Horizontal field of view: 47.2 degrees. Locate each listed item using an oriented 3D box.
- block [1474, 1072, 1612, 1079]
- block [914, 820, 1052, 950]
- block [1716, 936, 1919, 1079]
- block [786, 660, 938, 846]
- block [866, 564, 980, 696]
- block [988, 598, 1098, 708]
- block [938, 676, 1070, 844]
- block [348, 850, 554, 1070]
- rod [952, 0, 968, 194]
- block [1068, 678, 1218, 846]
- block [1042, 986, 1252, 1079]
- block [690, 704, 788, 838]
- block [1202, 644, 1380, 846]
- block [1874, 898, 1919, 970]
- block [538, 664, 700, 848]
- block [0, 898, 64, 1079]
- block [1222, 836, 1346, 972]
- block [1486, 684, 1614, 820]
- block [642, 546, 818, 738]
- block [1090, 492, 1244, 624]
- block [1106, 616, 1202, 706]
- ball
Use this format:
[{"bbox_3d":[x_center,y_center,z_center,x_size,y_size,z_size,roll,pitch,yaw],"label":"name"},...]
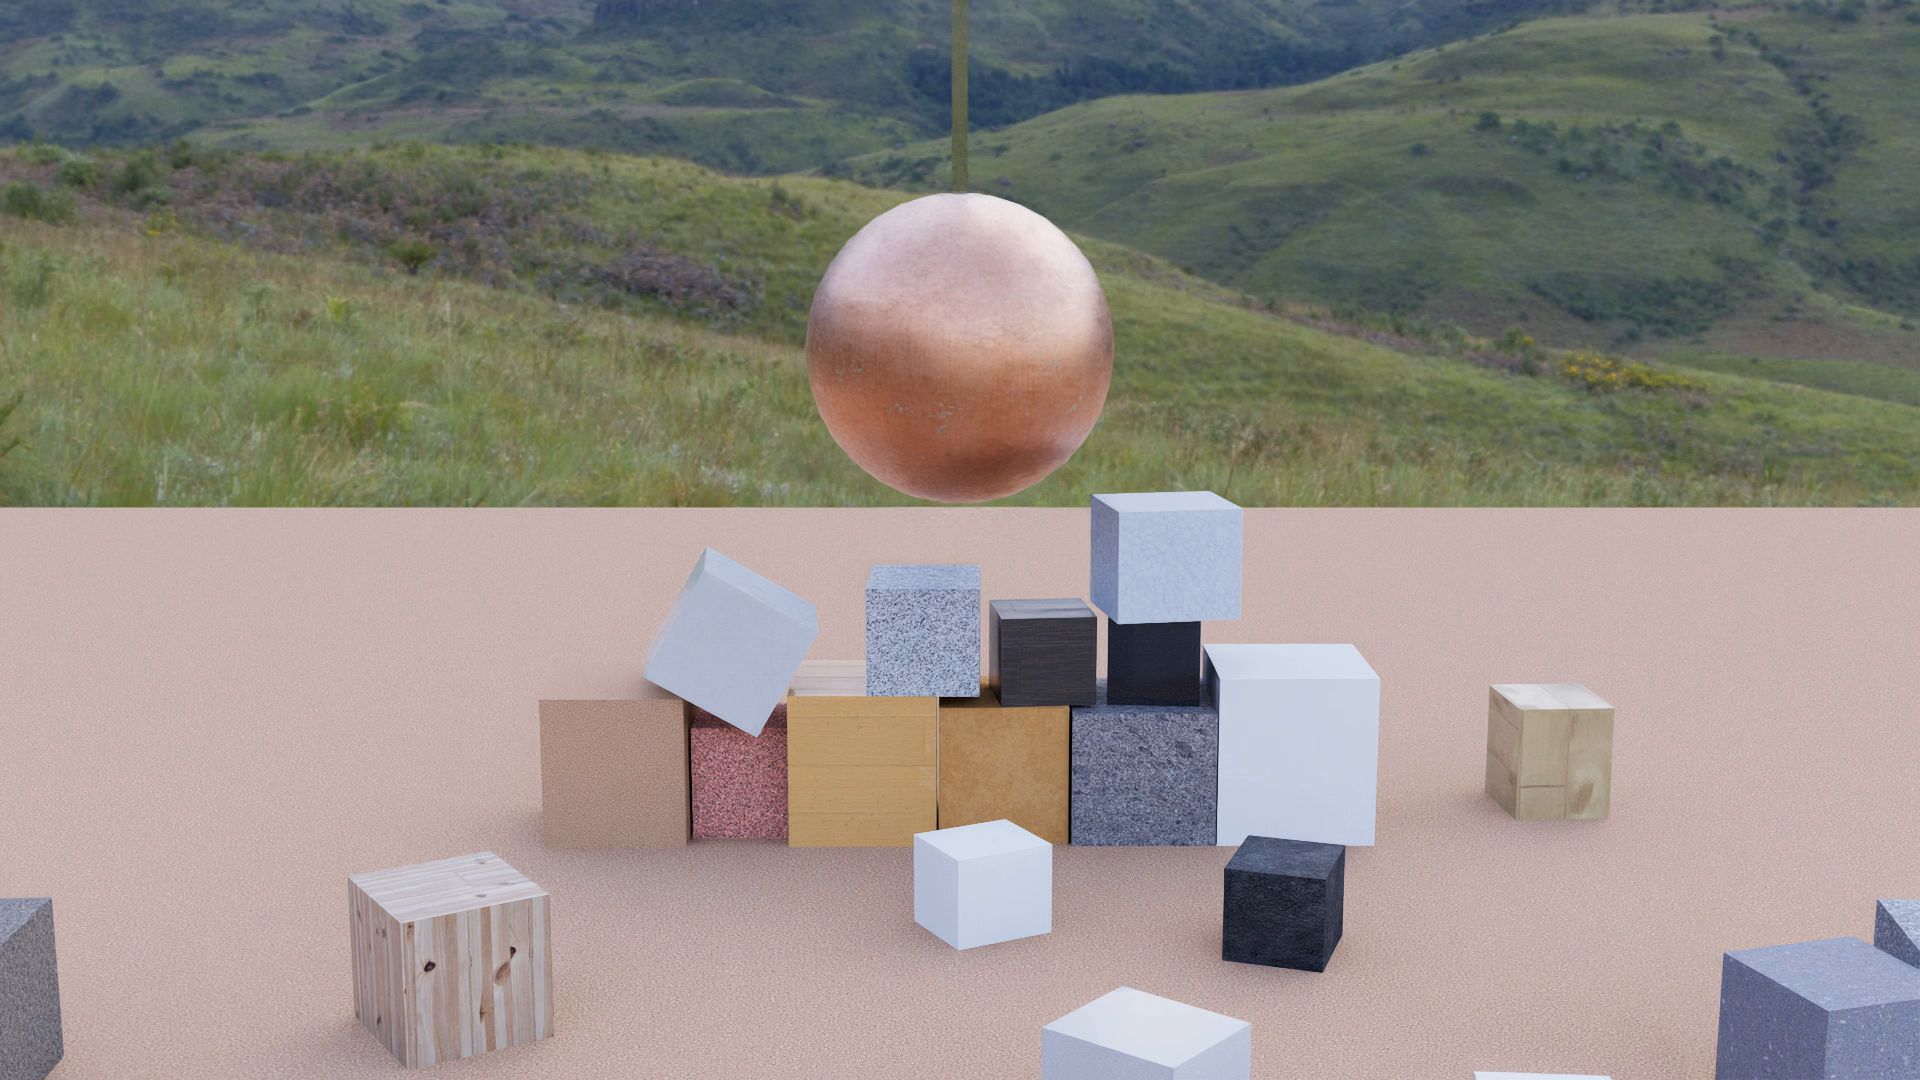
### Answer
[{"bbox_3d":[1.914,2.040,7.099,0.444,0.445,0.520,1,10,5],"label":"block"},{"bbox_3d":[0.101,1.546,9.913,0.475,0.411,0.424,-6,12,-28],"label":"block"},{"bbox_3d":[3.181,1.828,7.985,0.571,0.547,0.586,-3,11,-17],"label":"block"},{"bbox_3d":[-0.491,1.091,11.384,0.743,0.780,0.771,0,10,0],"label":"block"},{"bbox_3d":[-0.180,0.454,11.188,0.562,0.545,0.626,0,10,1],"label":"block"},{"bbox_3d":[0.418,0.569,11.226,0.482,0.451,0.477,-1,10,-7],"label":"block"},{"bbox_3d":[0.220,1.128,11.387,0.653,0.707,0.672,0,10,0],"label":"block"},{"bbox_3d":[-2.034,1.661,8.780,0.599,0.590,0.639,-7,12,-32],"label":"block"},{"bbox_3d":[0.000,-4.290,10.557,0.080,5.200,0.080,0,14,0],"label":"rod"},{"bbox_3d":[0.923,1.139,11.387,0.726,0.685,0.747,0,10,0],"label":"block"},{"bbox_3d":[0.654,1.921,7.730,0.549,0.455,0.489,8,13,38],"label":"block"},{"bbox_3d":[-1.115,1.190,11.412,0.492,0.576,0.502,0,10,0],"label":"block"},{"bbox_3d":[1.690,1.047,11.389,0.796,0.865,0.775,0,10,0],"label":"block"},{"bbox_3d":[3.801,1.745,8.267,0.570,0.608,0.572,1,10,8],"label":"block"},{"bbox_3d":[-1.734,1.103,11.361,0.716,0.765,0.750,0,10,0],"label":"block"},{"bbox_3d":[-3.773,1.754,8.115,0.626,0.646,0.717,-1,10,-3],"label":"block"},{"bbox_3d":[1.425,1.590,9.655,0.438,0.417,0.491,4,11,19],"label":"block"},{"bbox_3d":[3.138,1.122,11.728,0.501,0.595,0.529,-1,10,-4],"label":"block"},{"bbox_3d":[-1.158,0.508,11.145,0.645,0.616,0.604,29,7,-10],"label":"block"},{"bbox_3d":[1.042,0.081,11.191,0.634,0.562,0.580,-2,10,-10],"label":"block"},{"bbox_3d":[0.996,0.574,11.315,0.465,0.452,0.479,1,10,5],"label":"block"},{"bbox_3d":[0.000,-0.987,11.362,1.600,1.600,1.600,0,10,0],"label":"ball"}]
